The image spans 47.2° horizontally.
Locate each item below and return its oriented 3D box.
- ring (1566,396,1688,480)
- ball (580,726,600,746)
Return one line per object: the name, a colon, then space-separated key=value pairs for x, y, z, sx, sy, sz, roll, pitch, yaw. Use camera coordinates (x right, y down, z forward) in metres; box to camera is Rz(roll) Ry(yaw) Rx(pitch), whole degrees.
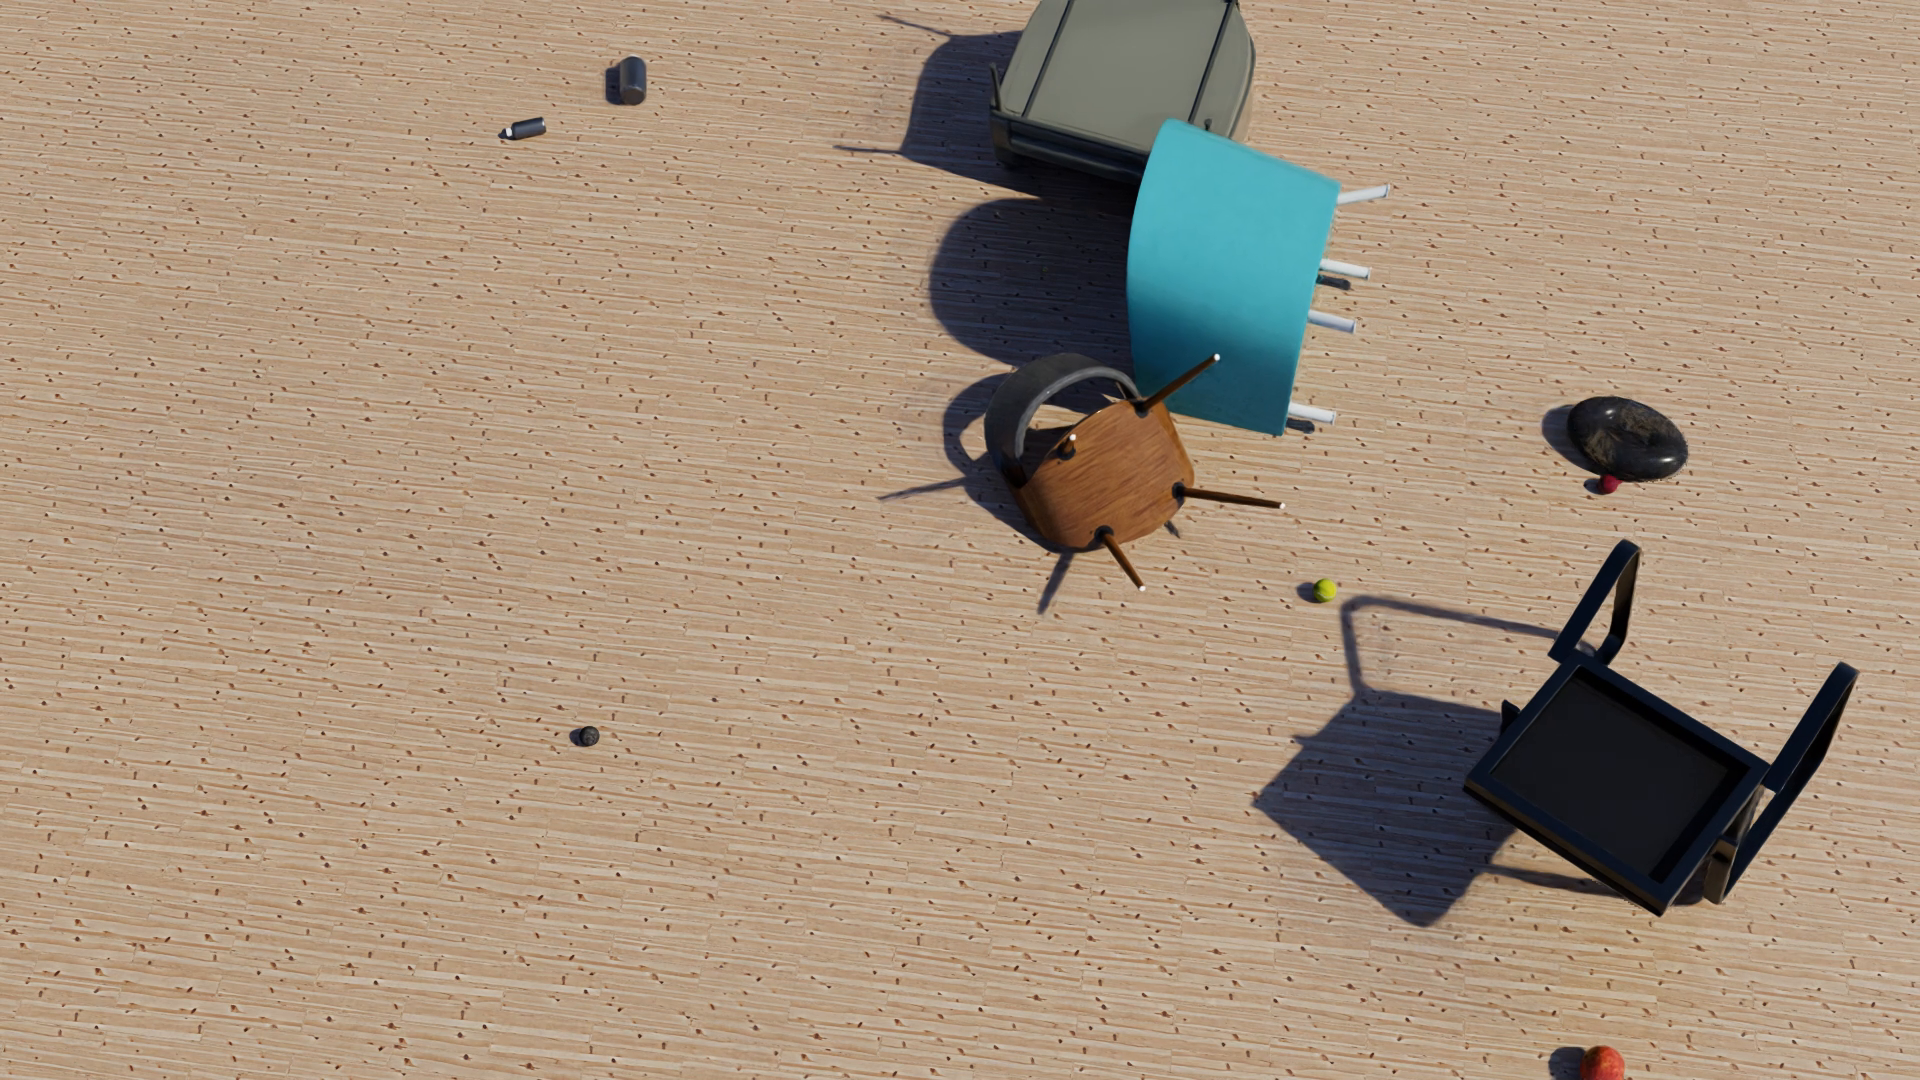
ring: x=2.038 y=-0.312 z=6.721 sx=0.375 sy=0.104 sz=0.262 roll=25 pitch=59 yaw=15
ball: x=-1.040 y=0.550 z=6.171 sx=0.057 sy=0.057 sz=0.057 roll=0 pitch=56 yaw=0
